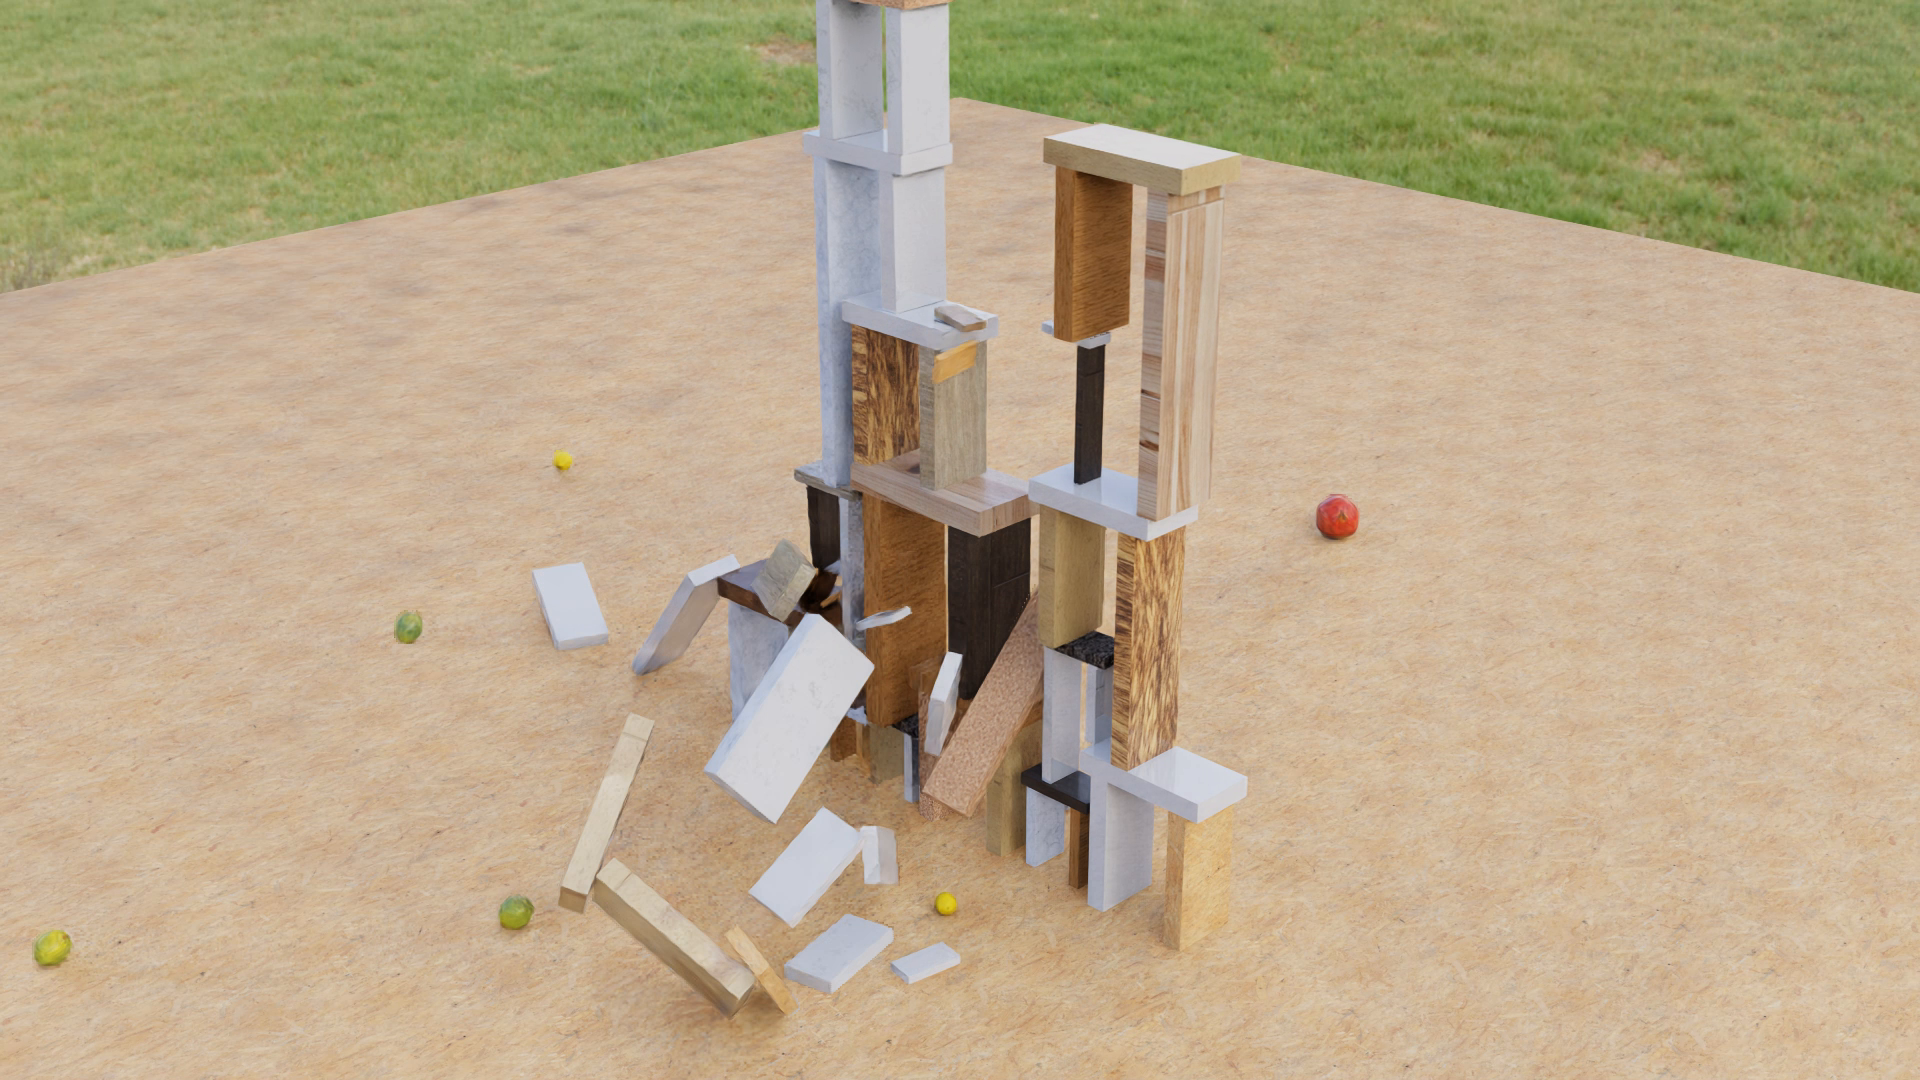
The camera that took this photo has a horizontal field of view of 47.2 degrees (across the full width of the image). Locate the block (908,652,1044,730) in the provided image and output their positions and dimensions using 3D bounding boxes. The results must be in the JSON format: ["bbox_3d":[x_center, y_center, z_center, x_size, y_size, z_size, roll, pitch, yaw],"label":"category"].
[{"bbox_3d":[0.049,0.291,4.301,0.283,0.040,0.141,21,31,41],"label":"block"}]

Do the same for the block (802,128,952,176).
[{"bbox_3d":[-0.155,-0.729,4.088,0.264,0.037,0.132,21,31,40],"label":"block"}]

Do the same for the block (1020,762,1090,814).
[{"bbox_3d":[0.206,0.469,4.192,0.085,0.024,0.169,-21,31,-41],"label":"block"}]

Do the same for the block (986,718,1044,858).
[{"bbox_3d":[0.116,0.465,4.303,0.040,0.283,0.141,21,31,41],"label":"block"}]

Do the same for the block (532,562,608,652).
[{"bbox_3d":[-0.928,0.157,5.235,0.122,0.035,0.244,-9,46,-21],"label":"block"}]

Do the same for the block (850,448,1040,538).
[{"bbox_3d":[-0.026,-0.100,4.211,0.350,0.050,0.175,21,31,41],"label":"block"}]

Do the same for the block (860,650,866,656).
[{"bbox_3d":[-0.183,0.228,4.518,0.092,0.013,0.046,21,31,40],"label":"block"}]

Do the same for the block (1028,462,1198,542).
[{"bbox_3d":[0.270,-0.072,3.892,0.276,0.039,0.138,21,31,40],"label":"block"}]

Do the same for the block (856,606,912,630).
[{"bbox_3d":[-0.143,0.146,4.107,0.100,0.014,0.050,-14,10,45],"label":"block"}]

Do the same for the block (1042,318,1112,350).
[{"bbox_3d":[0.203,-0.364,3.849,0.113,0.016,0.057,25,33,38],"label":"block"}]

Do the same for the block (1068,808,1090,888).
[{"bbox_3d":[0.246,0.573,4.193,0.024,0.169,0.085,21,31,41],"label":"block"}]

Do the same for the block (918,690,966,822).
[{"bbox_3d":[-0.017,0.413,4.425,0.040,0.283,0.141,21,31,41],"label":"block"}]

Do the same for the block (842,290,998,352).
[{"bbox_3d":[-0.076,-0.417,4.129,0.279,0.040,0.140,21,31,41],"label":"block"}]

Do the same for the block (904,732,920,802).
[{"bbox_3d":[-0.078,0.453,4.495,0.077,0.155,0.022,-21,31,-41],"label":"block"}]

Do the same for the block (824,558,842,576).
[{"bbox_3d":[-0.238,0.057,4.506,0.092,0.013,0.046,20,30,41],"label":"block"}]

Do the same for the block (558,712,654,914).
[{"bbox_3d":[-0.605,0.468,3.763,0.045,0.159,0.319,21,66,-4],"label":"block"}]

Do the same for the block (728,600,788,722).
[{"bbox_3d":[-0.432,0.245,4.802,0.042,0.297,0.148,22,31,40],"label":"block"}]

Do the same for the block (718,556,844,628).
[{"bbox_3d":[-0.361,0.117,4.669,0.297,0.042,0.148,21,30,40],"label":"block"}]

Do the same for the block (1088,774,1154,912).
[{"bbox_3d":[0.303,0.545,4.121,0.039,0.278,0.139,21,31,41],"label":"block"}]

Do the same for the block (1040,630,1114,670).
[{"bbox_3d":[0.230,0.192,4.055,0.160,0.023,0.080,20,30,39],"label":"block"}]

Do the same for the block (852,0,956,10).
[{"bbox_3d":[-0.146,-0.997,3.961,0.259,0.037,0.130,20,30,39],"label":"block"}]

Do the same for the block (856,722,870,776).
[{"bbox_3d":[-0.188,0.426,4.602,0.017,0.122,0.061,21,31,41],"label":"block"}]

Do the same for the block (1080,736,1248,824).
[{"bbox_3d":[0.369,0.424,3.999,0.139,0.039,0.278,-21,31,-41],"label":"block"}]

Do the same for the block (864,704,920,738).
[{"bbox_3d":[-0.115,0.357,4.495,0.155,0.022,0.077,21,31,41],"label":"block"}]

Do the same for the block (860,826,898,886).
[{"bbox_3d":[-0.147,0.583,4.052,0.029,0.102,0.204,-6,-10,7],"label":"block"}]

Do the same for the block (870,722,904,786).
[{"bbox_3d":[-0.151,0.424,4.563,0.077,0.155,0.022,-21,31,-41],"label":"block"}]

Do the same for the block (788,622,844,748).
[{"bbox_3d":[-0.291,0.300,4.673,0.149,0.297,0.042,-21,32,-41],"label":"block"}]

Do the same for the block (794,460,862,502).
[{"bbox_3d":[-0.243,-0.122,4.429,0.175,0.025,0.088,21,31,40],"label":"block"}]

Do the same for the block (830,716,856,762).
[{"bbox_3d":[-0.245,0.403,4.655,0.017,0.122,0.061,21,31,41],"label":"block"}]

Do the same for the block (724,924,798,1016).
[{"bbox_3d":[-0.337,0.737,3.757,0.028,0.198,0.099,-37,59,-11],"label":"block"}]

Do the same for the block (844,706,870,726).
[{"bbox_3d":[-0.217,0.351,4.601,0.121,0.017,0.061,21,31,41],"label":"block"}]

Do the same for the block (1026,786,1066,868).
[{"bbox_3d":[0.167,0.542,4.267,0.024,0.169,0.085,21,31,41],"label":"block"}]

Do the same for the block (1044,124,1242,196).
[{"bbox_3d":[0.299,-0.632,3.640,0.301,0.043,0.150,22,32,40],"label":"block"}]
